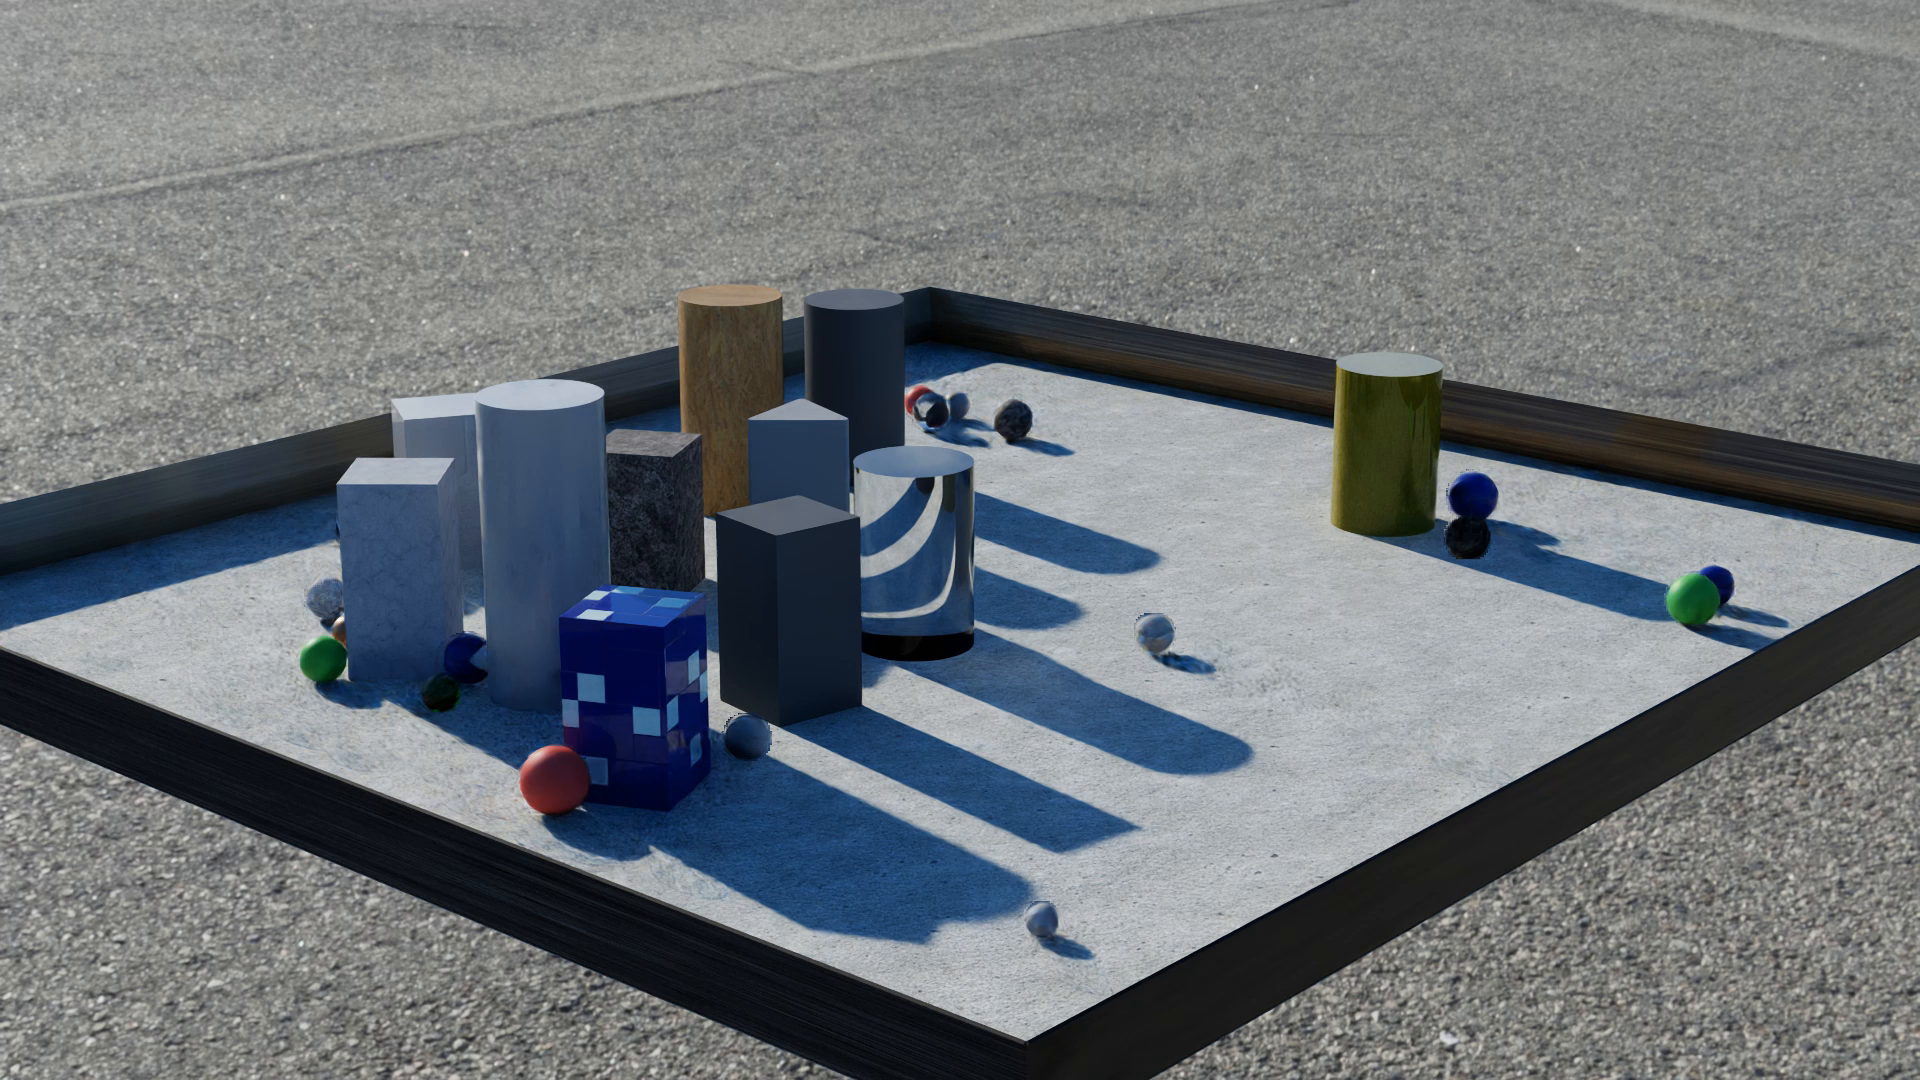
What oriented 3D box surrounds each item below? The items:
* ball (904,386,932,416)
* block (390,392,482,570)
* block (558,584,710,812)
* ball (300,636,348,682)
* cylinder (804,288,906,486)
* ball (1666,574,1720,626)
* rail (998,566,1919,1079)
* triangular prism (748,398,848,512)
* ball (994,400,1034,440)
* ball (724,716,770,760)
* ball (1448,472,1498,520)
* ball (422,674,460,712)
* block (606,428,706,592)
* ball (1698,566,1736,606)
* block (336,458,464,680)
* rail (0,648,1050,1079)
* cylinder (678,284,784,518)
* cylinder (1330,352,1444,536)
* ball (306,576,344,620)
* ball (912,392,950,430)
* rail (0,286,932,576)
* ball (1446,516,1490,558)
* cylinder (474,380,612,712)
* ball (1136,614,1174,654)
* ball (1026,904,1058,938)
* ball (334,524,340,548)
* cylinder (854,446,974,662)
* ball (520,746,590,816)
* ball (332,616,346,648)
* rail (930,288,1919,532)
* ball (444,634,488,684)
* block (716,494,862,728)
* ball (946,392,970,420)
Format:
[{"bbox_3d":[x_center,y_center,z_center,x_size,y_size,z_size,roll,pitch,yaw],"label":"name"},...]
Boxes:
[{"bbox_3d":[-0.085,-0.297,6.318,0.070,0.070,0.070,0,17,0],"label":"ball"},{"bbox_3d":[-0.930,-0.104,5.304,0.159,0.286,0.159,-6,18,-18],"label":"block"},{"bbox_3d":[-0.467,0.226,4.226,0.159,0.277,0.159,5,17,16],"label":"block"},{"bbox_3d":[-1.019,0.191,4.691,0.075,0.075,0.075,0,17,0],"label":"ball"},{"bbox_3d":[-0.210,-0.306,5.852,0.199,0.356,0.199,0,17,0],"label":"cylinder"},{"bbox_3d":[1.243,0.100,4.970,0.087,0.087,0.087,0,17,0],"label":"ball"},{"bbox_3d":[1.014,0.286,4.277,0.045,0.129,2.925,14,22,39],"label":"rail"},{"bbox_3d":[-0.282,-0.084,5.203,0.172,0.306,0.149,0,17,0],"label":"triangular prism"},{"bbox_3d":[0.112,-0.253,6.151,0.083,0.083,0.083,0,17,0],"label":"ball"},{"bbox_3d":[-0.316,0.294,4.361,0.067,0.067,0.067,0,17,0],"label":"ball"},{"bbox_3d":[0.974,-0.082,5.564,0.095,0.095,0.095,0,17,0],"label":"ball"},{"bbox_3d":[-0.808,0.238,4.561,0.060,0.060,0.060,0,17,0],"label":"ball"},{"bbox_3d":[-0.550,-0.043,5.139,0.159,0.265,0.159,4,17,13],"label":"block"},{"bbox_3d":[1.304,0.079,5.070,0.071,0.071,0.071,0,17,0],"label":"ball"},{"bbox_3d":[-0.902,0.045,4.739,0.159,0.326,0.159,0,17,0],"label":"block"},{"bbox_3d":[-0.943,0.346,4.079,2.732,0.129,0.045,14,22,39],"label":"rail"},{"bbox_3d":[-0.437,-0.268,5.631,0.199,0.412,0.199,0,17,0],"label":"cylinder"},{"bbox_3d":[0.803,-0.181,5.525,0.199,0.307,0.199,0,17,0],"label":"cylinder"},{"bbox_3d":[-1.078,0.099,5.000,0.074,0.074,0.074,0,17,0],"label":"ball"},{"bbox_3d":[-0.060,-0.273,6.219,0.082,0.082,0.082,0,17,0],"label":"ball"},{"bbox_3d":[-1.014,-0.221,5.962,0.045,0.129,2.925,14,22,39],"label":"rail"},{"bbox_3d":[0.925,-0.005,5.335,0.079,0.079,0.079,0,17,0],"label":"ball"},{"bbox_3d":[-0.648,0.008,4.588,0.199,0.485,0.199,0,17,0],"label":"cylinder"},{"bbox_3d":[0.321,0.155,4.831,0.064,0.064,0.064,0,17,0],"label":"ball"},{"bbox_3d":[0.105,0.488,3.760,0.043,0.043,0.043,0,17,0],"label":"ball"},{"bbox_3d":[-1.091,-0.010,5.330,0.090,0.090,0.090,0,17,0],"label":"ball"},{"bbox_3d":[-0.076,0.021,4.845,0.199,0.312,0.199,0,17,0],"label":"cylinder"},{"bbox_3d":[-0.574,0.340,4.153,0.099,0.099,0.099,0,17,0],"label":"ball"},{"bbox_3d":[-1.009,0.152,4.843,0.056,0.056,0.056,0,17,0],"label":"ball"},{"bbox_3d":[0.943,-0.281,6.160,2.732,0.129,0.045,14,22,39],"label":"rail"},{"bbox_3d":[-0.784,0.190,4.683,0.081,0.081,0.081,0,17,0],"label":"ball"},{"bbox_3d":[-0.265,0.109,4.561,0.159,0.308,0.159,-13,21,-37],"label":"block"},{"bbox_3d":[-0.008,-0.290,6.312,0.060,0.060,0.060,0,17,0],"label":"ball"}]
